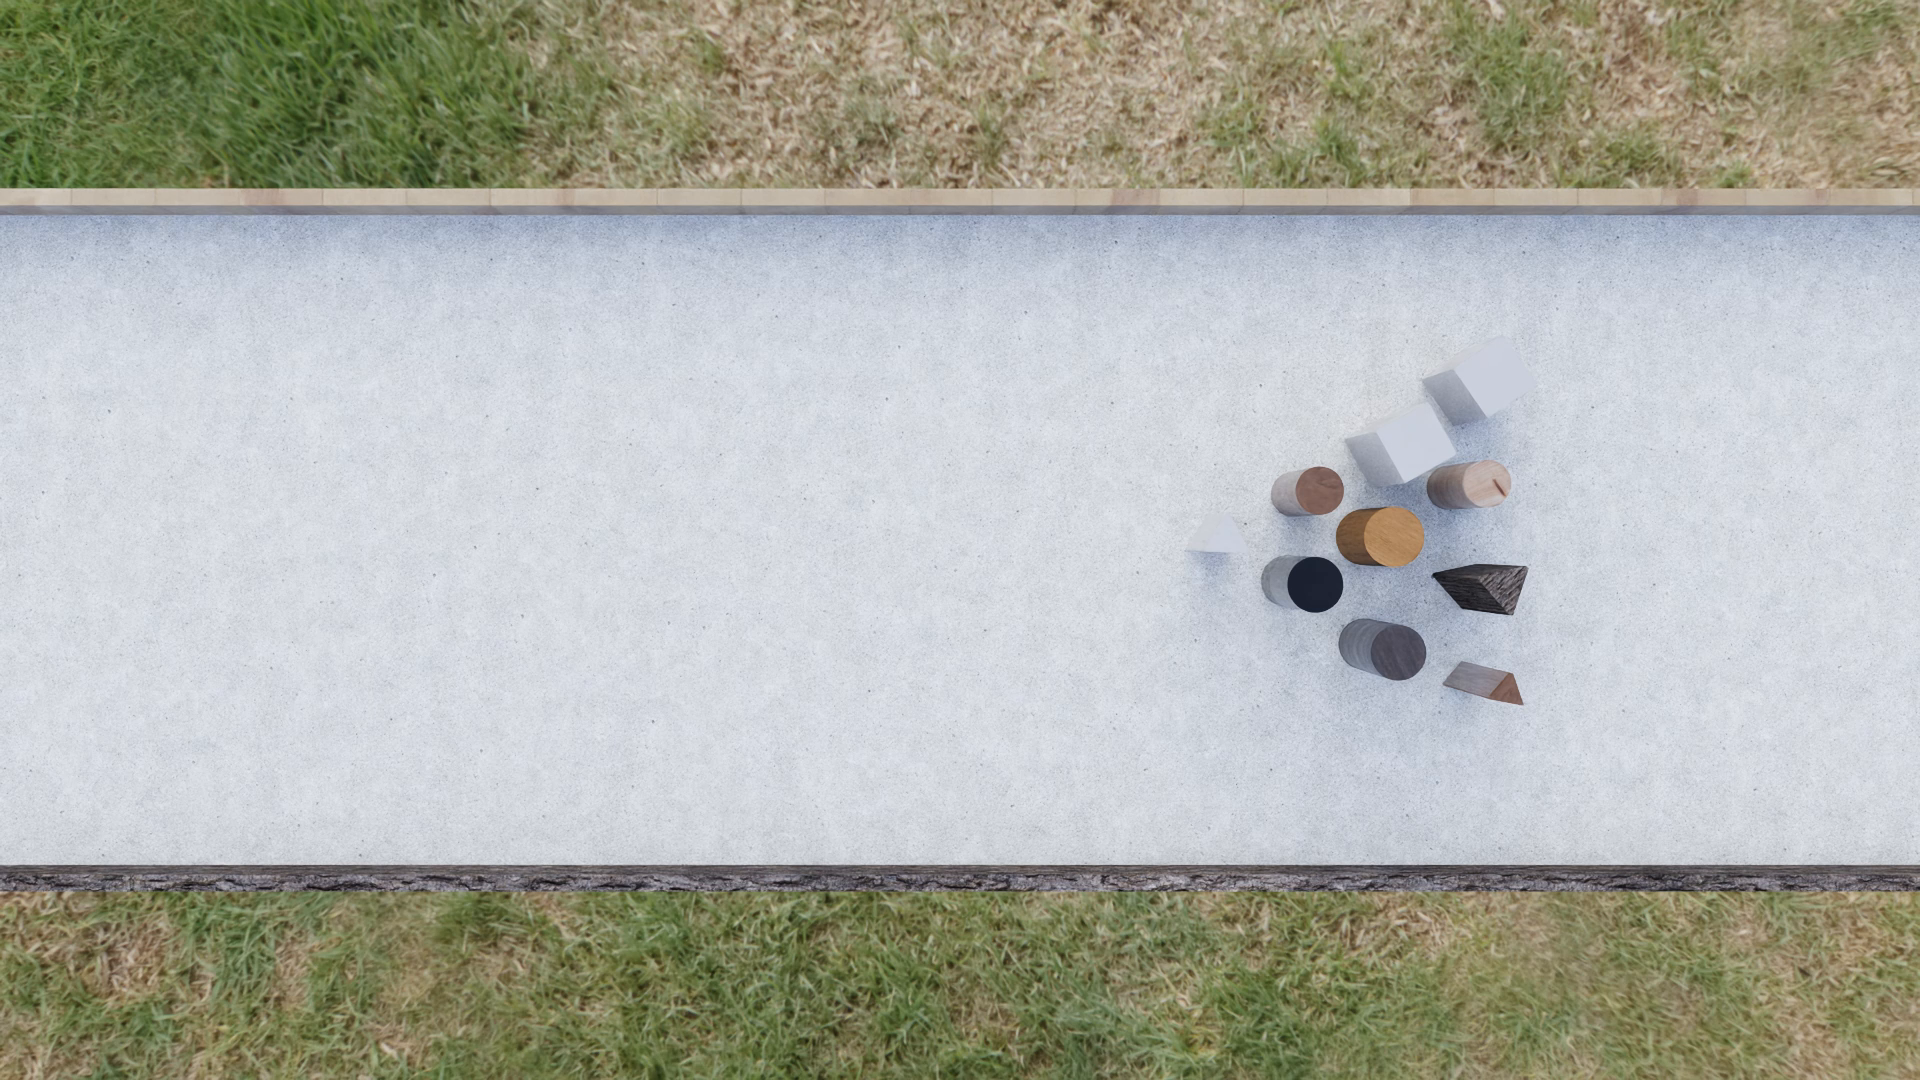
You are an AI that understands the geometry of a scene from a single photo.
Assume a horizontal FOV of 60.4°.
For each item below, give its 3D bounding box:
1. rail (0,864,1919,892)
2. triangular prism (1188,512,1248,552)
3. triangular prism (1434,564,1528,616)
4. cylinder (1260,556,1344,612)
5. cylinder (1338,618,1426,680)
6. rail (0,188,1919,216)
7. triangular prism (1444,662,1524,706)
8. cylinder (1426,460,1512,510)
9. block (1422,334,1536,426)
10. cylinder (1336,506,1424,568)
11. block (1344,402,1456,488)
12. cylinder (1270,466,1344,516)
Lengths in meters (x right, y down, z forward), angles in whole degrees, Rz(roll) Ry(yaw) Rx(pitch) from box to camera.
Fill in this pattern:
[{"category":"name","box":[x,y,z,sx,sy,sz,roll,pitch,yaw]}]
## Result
[{"category":"rail","box":[-2.247,1.025,5.001,12.000,0.150,0.050,0,90,0]},{"category":"triangular prism","box":[0.765,-0.024,4.899,0.130,0.355,0.113,2,90,0]},{"category":"triangular prism","box":[1.549,0.117,4.855,0.125,0.444,0.144,-42,90,0]},{"category":"cylinder","box":[1.006,0.127,4.872,0.160,0.408,0.160,0,90,0]},{"category":"cylinder","box":[1.244,0.320,4.878,0.158,0.398,0.158,0,90,0]},{"category":"rail","box":[-2.247,-1.025,5.002,12.000,0.150,0.050,0,90,0]},{"category":"triangular prism","box":[1.539,0.413,4.849,0.096,0.455,0.083,11,90,0]},{"category":"cylinder","box":[1.504,-0.161,4.889,0.136,0.374,0.136,0,90,0]},{"category":"block","box":[1.540,-0.471,4.911,0.174,0.331,0.174,-35,90,0]},{"category":"cylinder","box":[1.243,-0.009,4.900,0.173,0.354,0.173,0,90,0]},{"category":"block","box":[1.297,-0.277,4.881,0.171,0.391,0.171,-29,90,0]},{"category":"cylinder","box":[1.026,-0.141,4.890,0.139,0.373,0.139,0,90,0]}]
